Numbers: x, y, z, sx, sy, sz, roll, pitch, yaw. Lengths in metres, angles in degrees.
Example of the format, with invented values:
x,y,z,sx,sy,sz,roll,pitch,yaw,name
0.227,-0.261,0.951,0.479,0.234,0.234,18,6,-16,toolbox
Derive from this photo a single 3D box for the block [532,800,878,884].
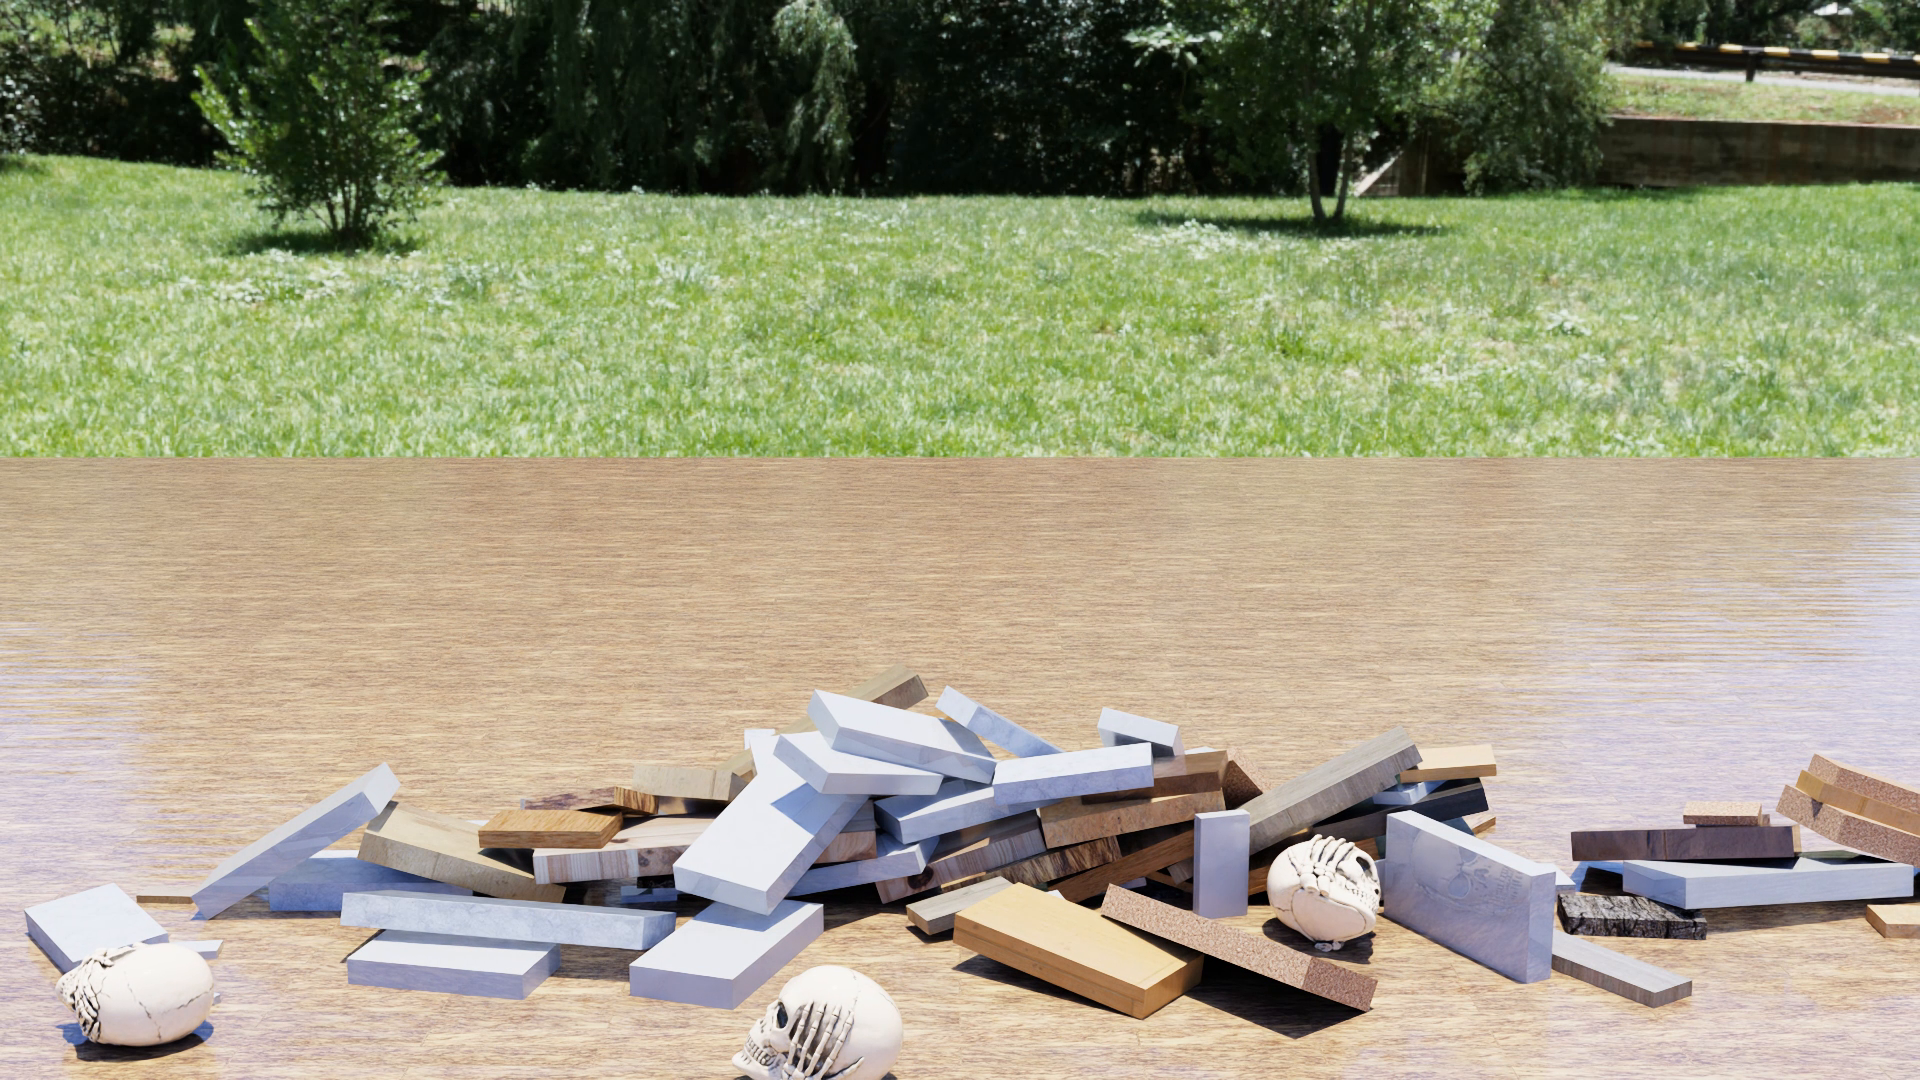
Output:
x,y,z,sx,sy,sz,roll,pitch,yaw,name
-0.415,0.495,3.621,0.550,0.047,0.166,-4,11,-3,block

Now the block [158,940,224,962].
x,y,z,sx,sy,sz,roll,pitch,yaw,name
-1.190,0.634,3.396,0.093,0.013,0.046,-1,11,-6,block

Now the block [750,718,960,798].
x,y,z,sx,sy,sz,roll,pitch,yaw,name
-0.181,0.384,3.788,0.344,0.049,0.172,-5,22,-10,block

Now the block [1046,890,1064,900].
x,y,z,sx,sy,sz,roll,pitch,yaw,name
0.086,0.599,3.489,0.169,0.024,0.085,-11,12,-11,block

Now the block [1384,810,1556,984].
x,y,z,sx,sy,sz,roll,pitch,yaw,name
0.787,0.550,3.421,0.048,0.169,0.337,-5,12,-27,block

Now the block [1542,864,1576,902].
x,y,z,sx,sy,sz,roll,pitch,yaw,name
0.905,0.574,3.671,0.213,0.030,0.107,-1,11,-5,block

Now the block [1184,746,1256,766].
x,y,z,sx,sy,sz,roll,pitch,yaw,name
0.411,0.459,4.260,0.293,0.042,0.147,-7,13,-33,block

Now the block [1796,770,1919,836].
x,y,z,sx,sy,sz,roll,pitch,yaw,name
1.529,0.447,3.679,0.227,0.032,0.113,19,6,1,block

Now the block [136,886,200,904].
x,y,z,sx,sy,sz,roll,pitch,yaw,name
-1.310,0.588,3.644,0.093,0.013,0.046,1,11,4,block

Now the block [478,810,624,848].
x,y,z,sx,sy,sz,roll,pitch,yaw,name
-0.670,0.474,3.607,0.210,0.030,0.105,-1,11,11,block

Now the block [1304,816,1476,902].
x,y,z,sx,sy,sz,roll,pitch,yaw,name
0.710,0.525,3.662,0.281,0.040,0.140,-16,9,3,block

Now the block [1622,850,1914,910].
x,y,z,sx,sy,sz,roll,pitch,yaw,name
1.321,0.554,3.599,0.425,0.049,0.174,0,1,-16,block

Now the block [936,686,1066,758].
x,y,z,sx,sy,sz,roll,pitch,yaw,name
0.177,0.387,3.790,0.464,0.042,0.147,30,-2,-23,block

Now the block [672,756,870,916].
x,y,z,sx,sy,sz,roll,pitch,yaw,name
-0.297,0.464,3.521,0.167,0.047,0.334,11,32,23,block

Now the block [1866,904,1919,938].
x,y,z,sx,sy,sz,roll,pitch,yaw,name
1.546,0.609,3.501,0.172,0.024,0.086,0,11,3,block

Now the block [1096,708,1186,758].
x,y,z,sx,sy,sz,roll,pitch,yaw,name
0.329,0.390,3.833,0.130,0.037,0.404,13,-20,16,block

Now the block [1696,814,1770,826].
x,y,z,sx,sy,sz,roll,pitch,yaw,name
1.307,0.474,3.720,0.119,0.017,0.059,-5,-7,20,block

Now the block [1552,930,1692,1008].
x,y,z,sx,sy,sz,roll,pitch,yaw,name
0.929,0.634,3.368,0.086,0.024,0.394,-7,13,-34,block

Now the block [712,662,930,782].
x,y,z,sx,sy,sz,roll,pitch,yaw,name
-0.274,0.369,4.149,0.434,0.047,0.167,-29,11,-10,block

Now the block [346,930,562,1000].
x,y,z,sx,sy,sz,roll,pitch,yaw,name
-0.760,0.636,3.312,0.281,0.040,0.140,2,11,13,block

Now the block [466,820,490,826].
x,y,z,sx,sy,sz,roll,pitch,yaw,name
-0.781,0.522,3.761,0.210,0.105,0.030,0,49,-1,block

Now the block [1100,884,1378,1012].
x,y,z,sx,sy,sz,roll,pitch,yaw,name
0.409,0.604,3.271,0.169,0.048,0.400,26,-10,-41,block

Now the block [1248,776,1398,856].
x,y,z,sx,sy,sz,roll,pitch,yaw,name
0.555,0.462,3.648,0.355,0.022,0.077,-27,9,6,block

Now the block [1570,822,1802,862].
x,y,z,sx,sy,sz,roll,pitch,yaw,name
1.216,0.506,3.683,0.348,0.049,0.174,-5,-7,24,block

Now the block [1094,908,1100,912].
x,y,z,sx,sy,sz,roll,pitch,yaw,name
0.223,0.616,3.465,0.085,0.024,0.169,8,13,37,block

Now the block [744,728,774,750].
x,y,z,sx,sy,sz,roll,pitch,yaw,name
-0.410,0.424,4.515,0.063,0.018,0.200,-1,11,-6,block

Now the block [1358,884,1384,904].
x,y,z,sx,sy,sz,roll,pitch,yaw,name
0.766,0.551,3.660,0.213,0.030,0.107,-13,10,5,block

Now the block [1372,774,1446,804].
x,y,z,sx,sy,sz,roll,pitch,yaw,name
0.758,0.398,3.643,0.154,0.022,0.077,-24,12,-40,block

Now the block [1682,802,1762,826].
x,y,z,sx,sy,sz,roll,pitch,yaw,name
1.279,0.458,3.688,0.119,0.017,0.059,-3,16,27,block

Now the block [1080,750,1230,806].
x,y,z,sx,sy,sz,roll,pitch,yaw,name
0.321,0.391,3.625,0.230,0.033,0.115,-8,10,16,block

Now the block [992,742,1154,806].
x,y,z,sx,sy,sz,roll,pitch,yaw,name
0.187,0.382,3.596,0.256,0.036,0.128,-8,10,6,block

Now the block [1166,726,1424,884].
x,y,z,sx,sy,sz,roll,pitch,yaw,name
0.545,0.437,3.637,0.449,0.033,0.115,-28,10,5,block

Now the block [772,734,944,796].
x,y,z,sx,sy,sz,roll,pitch,yaw,name
-0.163,0.365,3.574,0.261,0.037,0.131,8,19,-46,block

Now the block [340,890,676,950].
x,y,z,sx,sy,sz,roll,pitch,yaw,name
-0.694,0.586,3.399,0.477,0.049,0.172,3,-7,9,block
